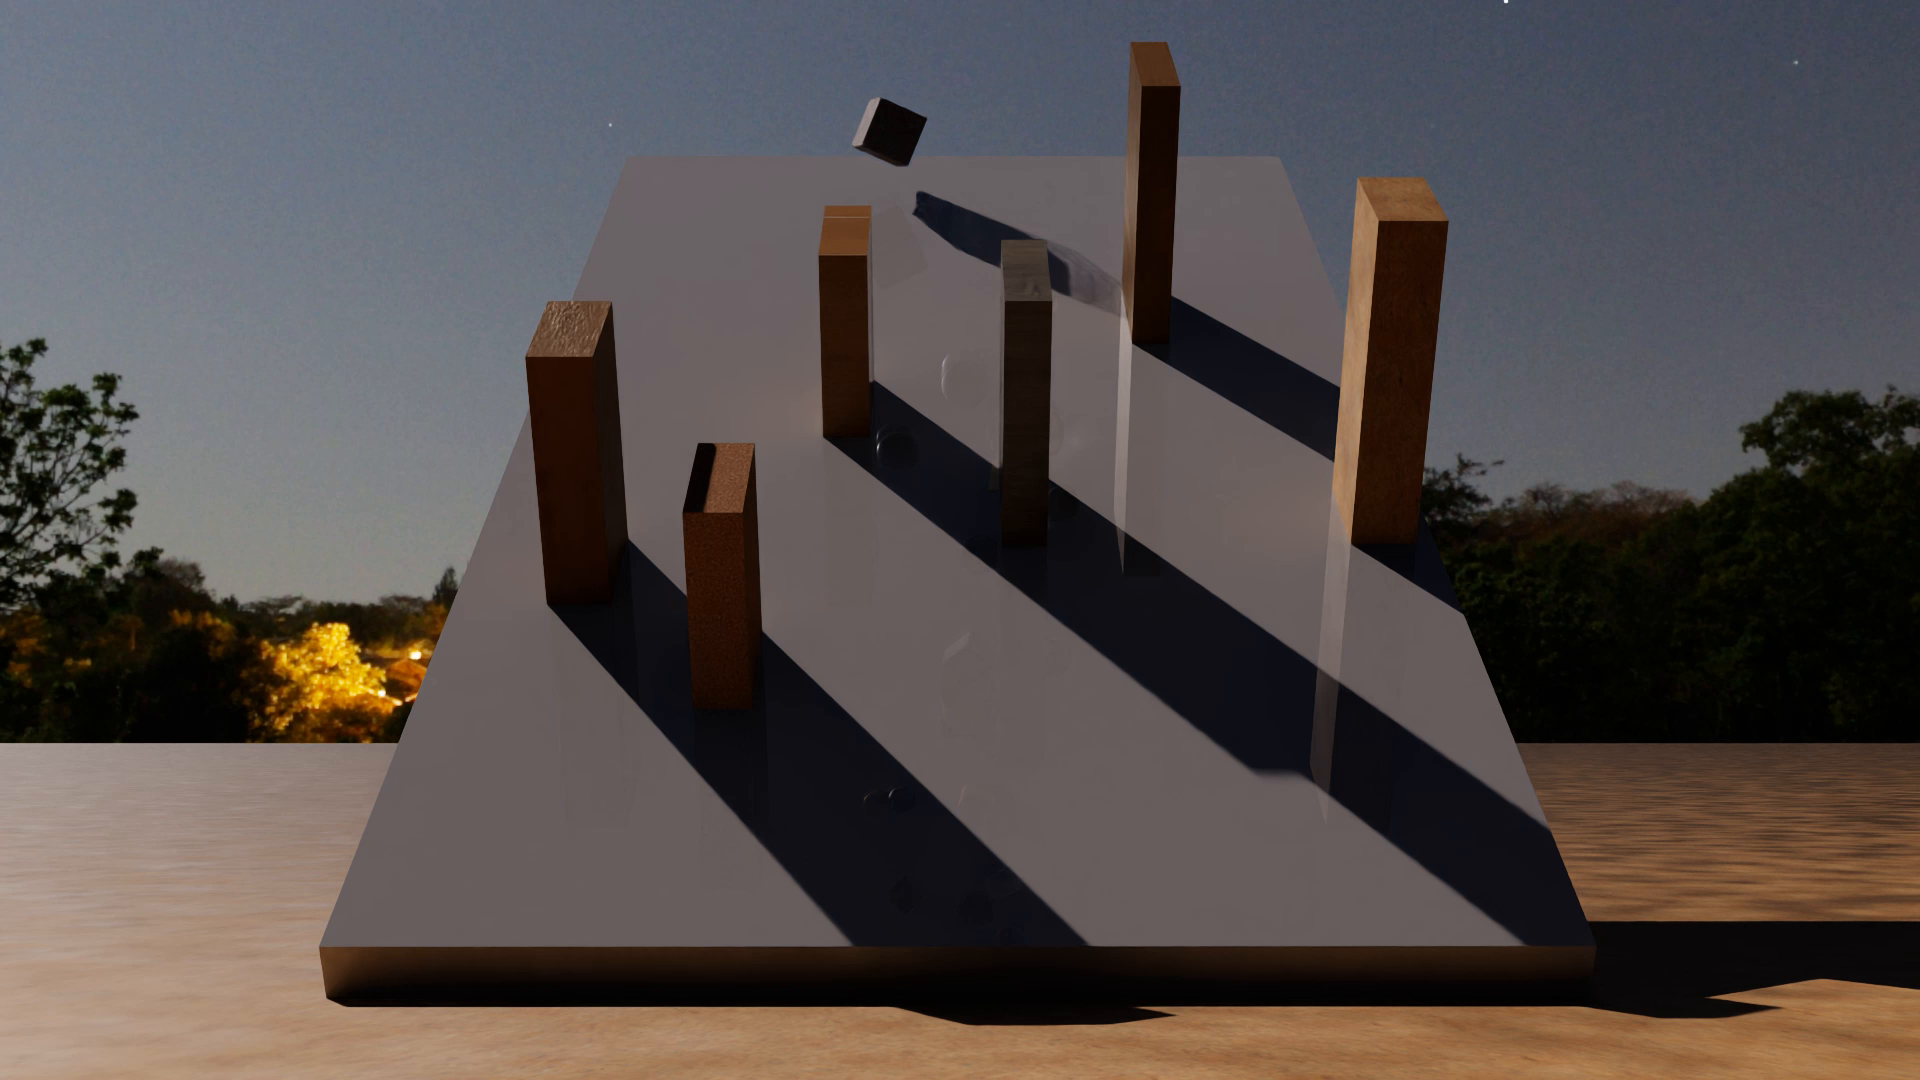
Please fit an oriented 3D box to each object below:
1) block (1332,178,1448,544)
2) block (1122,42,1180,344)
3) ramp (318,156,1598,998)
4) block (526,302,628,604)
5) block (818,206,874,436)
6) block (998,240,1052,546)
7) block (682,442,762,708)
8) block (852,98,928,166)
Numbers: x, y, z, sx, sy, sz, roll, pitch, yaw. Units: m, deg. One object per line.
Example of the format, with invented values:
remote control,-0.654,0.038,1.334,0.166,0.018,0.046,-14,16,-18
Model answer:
block,0.884,-0.368,4.905,0.137,0.708,0.267,0,27,0
block,0.476,-0.874,5.952,0.093,0.658,0.394,0,27,0
ramp,-0.011,-0.227,5.513,2.000,0.100,4.000,0,27,0
block,-0.757,-0.174,4.712,0.127,0.530,0.288,0,27,0
block,-0.260,-0.507,5.468,0.107,0.439,0.333,0,27,0
block,0.134,-0.310,4.968,0.094,0.545,0.355,0,27,0
block,-0.436,0.064,4.388,0.106,0.401,0.294,0,27,0
block,-0.209,-1.200,6.975,0.150,0.150,0.150,22,3,-17
